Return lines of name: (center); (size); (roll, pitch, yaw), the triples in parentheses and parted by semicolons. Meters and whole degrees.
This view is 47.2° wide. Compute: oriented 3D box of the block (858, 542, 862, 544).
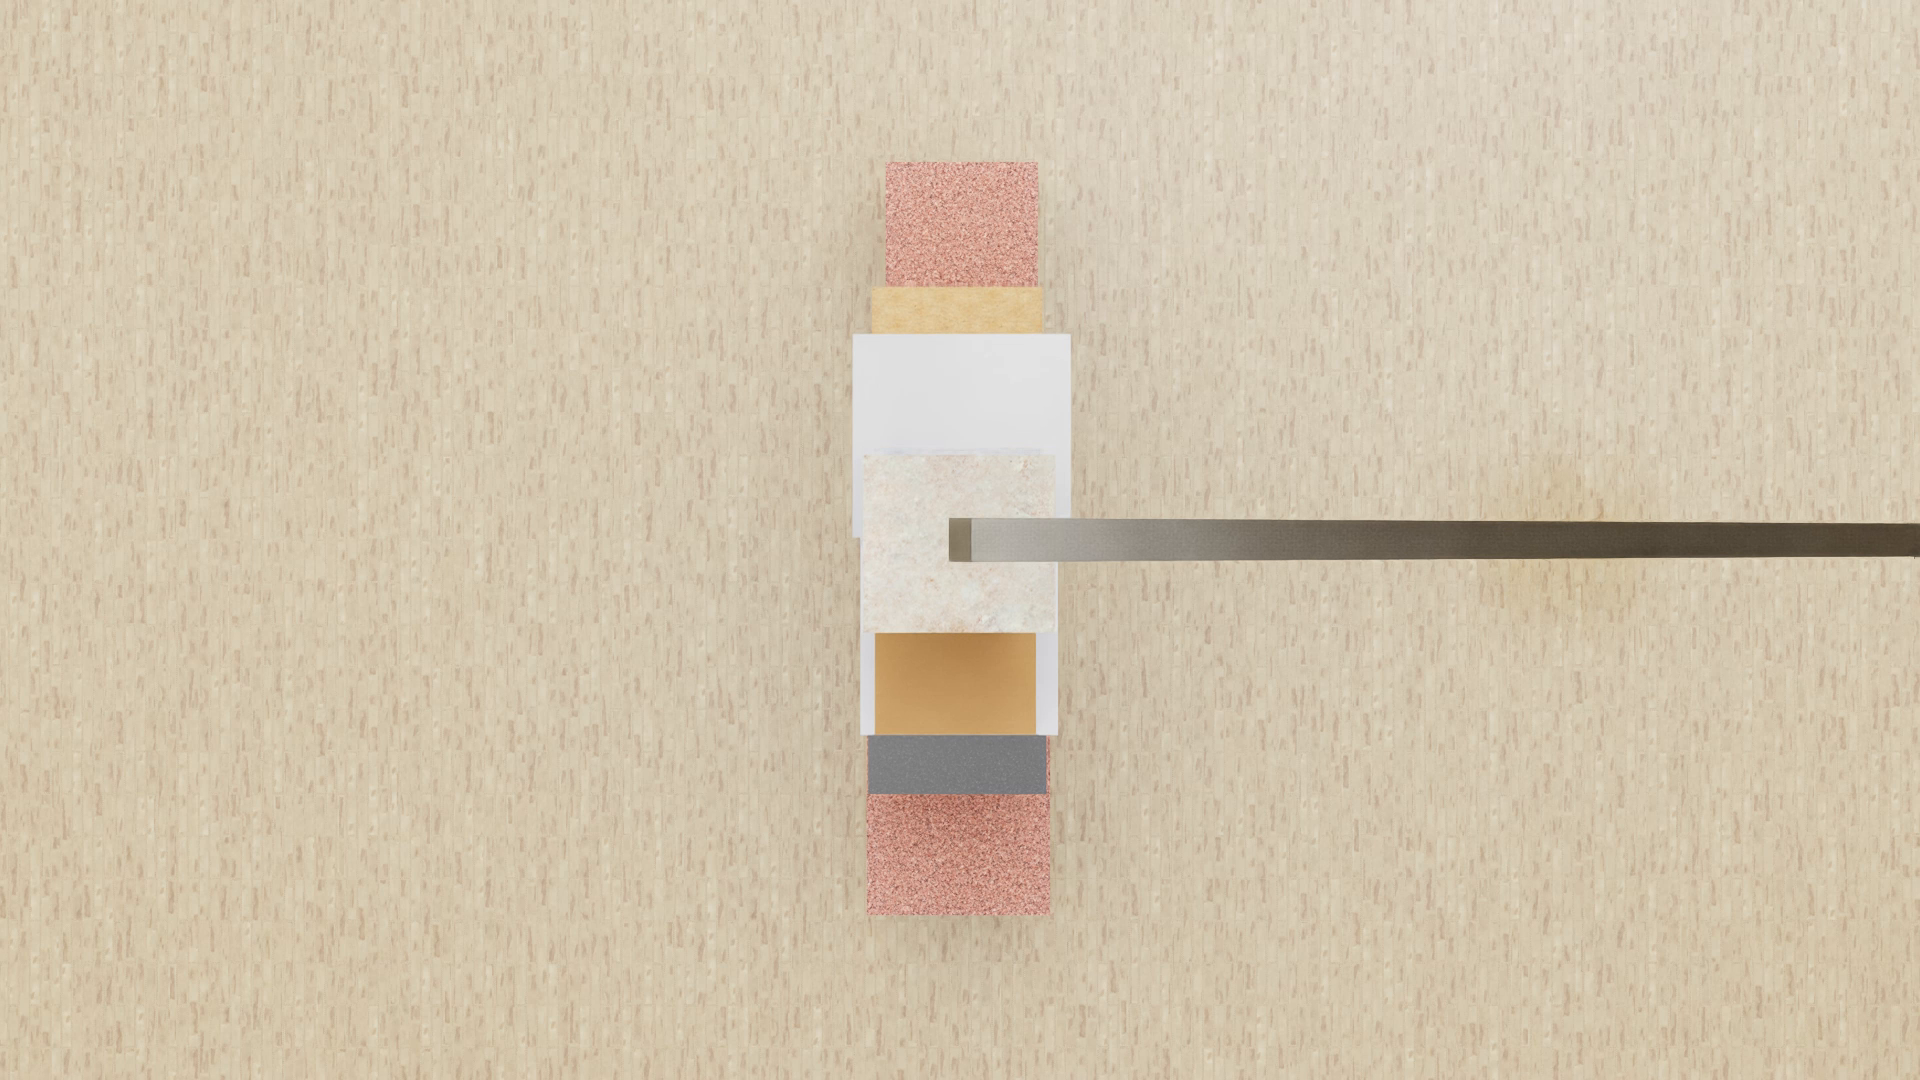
block: (0.002, -0.441, 10.634); (0.953, 0.887, 0.910); (0, 90, 0)

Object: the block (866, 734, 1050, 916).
block: (-0.008, 1.528, 12.561); (1.011, 0.878, 1.080); (0, 90, 0)

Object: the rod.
rod: (2.234, 0.000, 5.306); (5.200, 0.080, 0.080); (0, 90, -31)

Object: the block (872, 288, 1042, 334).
block: (-0.014, -0.825, 11.556); (0.857, 0.954, 0.909); (0, 91, 0)

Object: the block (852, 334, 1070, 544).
block: (0.008, -0.431, 9.764); (0.926, 0.826, 0.865); (0, 88, 0)

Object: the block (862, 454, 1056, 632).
block: (-0.003, 0.000, 8.324); (0.695, 0.729, 0.645); (0, 92, 0)

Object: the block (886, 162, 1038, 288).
block: (0.010, -1.578, 12.515); (0.832, 0.970, 0.981); (0, 90, 0)

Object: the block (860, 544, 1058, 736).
block: (-0.004, 0.459, 10.638); (0.913, 0.951, 0.886); (0, 90, 0)

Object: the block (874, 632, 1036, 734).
block: (-0.020, 0.433, 9.837); (0.697, 0.650, 0.819); (0, 90, 0)

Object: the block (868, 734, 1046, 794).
block: (-0.013, 0.874, 11.581); (0.901, 0.935, 0.823); (0, 90, 0)

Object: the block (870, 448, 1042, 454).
block: (-0.014, -0.025, 9.013); (0.675, 0.649, 0.699); (0, 92, 0)
